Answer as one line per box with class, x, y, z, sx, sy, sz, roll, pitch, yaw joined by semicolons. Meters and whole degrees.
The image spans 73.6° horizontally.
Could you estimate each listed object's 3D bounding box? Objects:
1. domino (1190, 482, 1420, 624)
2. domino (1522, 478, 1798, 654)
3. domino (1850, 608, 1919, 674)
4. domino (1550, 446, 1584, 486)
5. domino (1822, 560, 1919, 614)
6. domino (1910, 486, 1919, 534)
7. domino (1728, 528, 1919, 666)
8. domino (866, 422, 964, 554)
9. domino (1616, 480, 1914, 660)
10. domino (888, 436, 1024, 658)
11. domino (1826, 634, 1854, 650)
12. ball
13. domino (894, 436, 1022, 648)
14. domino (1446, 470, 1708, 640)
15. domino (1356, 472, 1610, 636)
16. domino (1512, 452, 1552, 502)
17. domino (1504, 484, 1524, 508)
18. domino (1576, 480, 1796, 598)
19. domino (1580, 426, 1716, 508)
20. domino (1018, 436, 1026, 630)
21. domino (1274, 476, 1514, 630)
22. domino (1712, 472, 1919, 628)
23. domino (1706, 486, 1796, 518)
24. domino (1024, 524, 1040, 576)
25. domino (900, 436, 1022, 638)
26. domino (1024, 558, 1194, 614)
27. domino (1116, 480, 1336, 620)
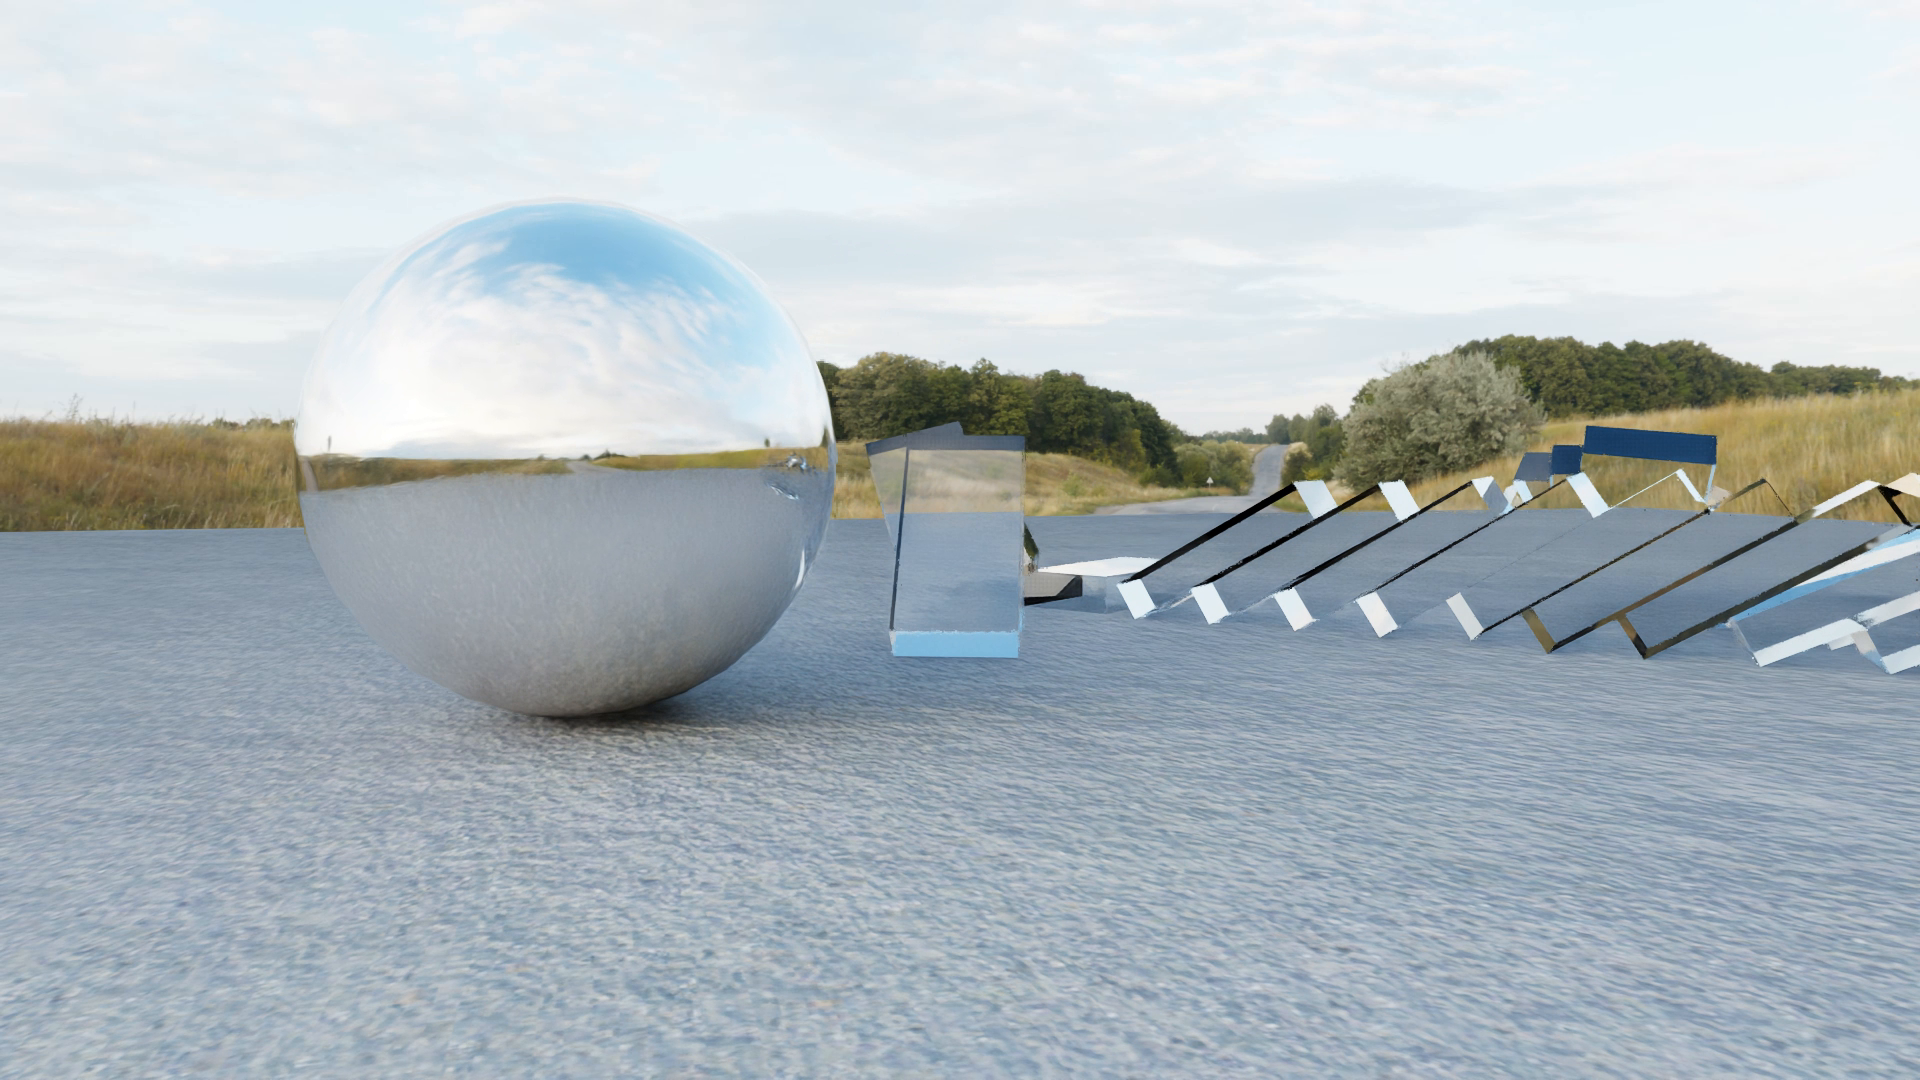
domino;0.082;0.003;0.303;0.050;0.010;0.025;-33;-13;28
domino;0.141;0.005;0.260;0.050;0.010;0.025;-36;-14;28
domino;0.196;0.009;0.239;0.050;0.010;0.025;-28;-8;24
domino;0.157;-0.002;0.308;0.025;0.050;0.009;2;50;29
domino;0.255;0.012;0.339;0.025;0.009;0.050;1;4;8
domino;0.255;0.003;0.314;0.025;0.009;0.050;4;32;21
domino;0.176;0.008;0.247;0.050;0.010;0.025;-28;-8;24
domino;-0.006;-0.006;0.319;0.025;0.050;0.010;-14;-36;-6
domino;0.157;0.006;0.253;0.050;0.009;0.025;-36;-14;28
domino;0.000;0.000;0.267;0.025;0.050;0.010;0;-36;4
domino;0.204;0.008;0.265;0.050;0.009;0.025;-26;-9;28
ball;-0.059;-0.013;0.201;0.080;0.080;0.080;0;4;0
domino;0.000;-0.001;0.280;0.025;0.050;0.009;0;-36;4
domino;0.129;0.003;0.270;0.050;0.009;0.025;-36;-14;28
domino;0.114;0.003;0.280;0.050;0.010;0.025;-37;-15;31
domino;0.163;-0.002;0.326;0.025;0.010;0.050;4;-36;48
domino;0.174;0.000;0.352;0.050;0.009;0.025;27;3;13
domino;0.196;0.000;0.349;0.050;0.010;0.025;27;3;22
domino;0.152;-0.003;0.290;0.025;0.050;0.010;8;47;24
domino;0.003;-0.002;0.305;0.025;0.050;0.009;0;-36;4
domino;0.098;0.003;0.292;0.050;0.010;0.025;-35;-14;29
domino;0.182;0.004;0.274;0.025;0.010;0.050;4;-31;-42
domino;0.216;-0.001;0.342;0.050;0.010;0.025;28;3;26
domino;0.008;0.007;0.345;0.025;0.009;0.050;-26;2;6
domino;0.001;-0.002;0.292;0.025;0.050;0.009;0;-36;4
domino;0.042;0.012;0.348;0.025;0.009;0.050;3;5;38
domino;0.065;0.002;0.312;0.050;0.010;0.025;-33;-13;28
